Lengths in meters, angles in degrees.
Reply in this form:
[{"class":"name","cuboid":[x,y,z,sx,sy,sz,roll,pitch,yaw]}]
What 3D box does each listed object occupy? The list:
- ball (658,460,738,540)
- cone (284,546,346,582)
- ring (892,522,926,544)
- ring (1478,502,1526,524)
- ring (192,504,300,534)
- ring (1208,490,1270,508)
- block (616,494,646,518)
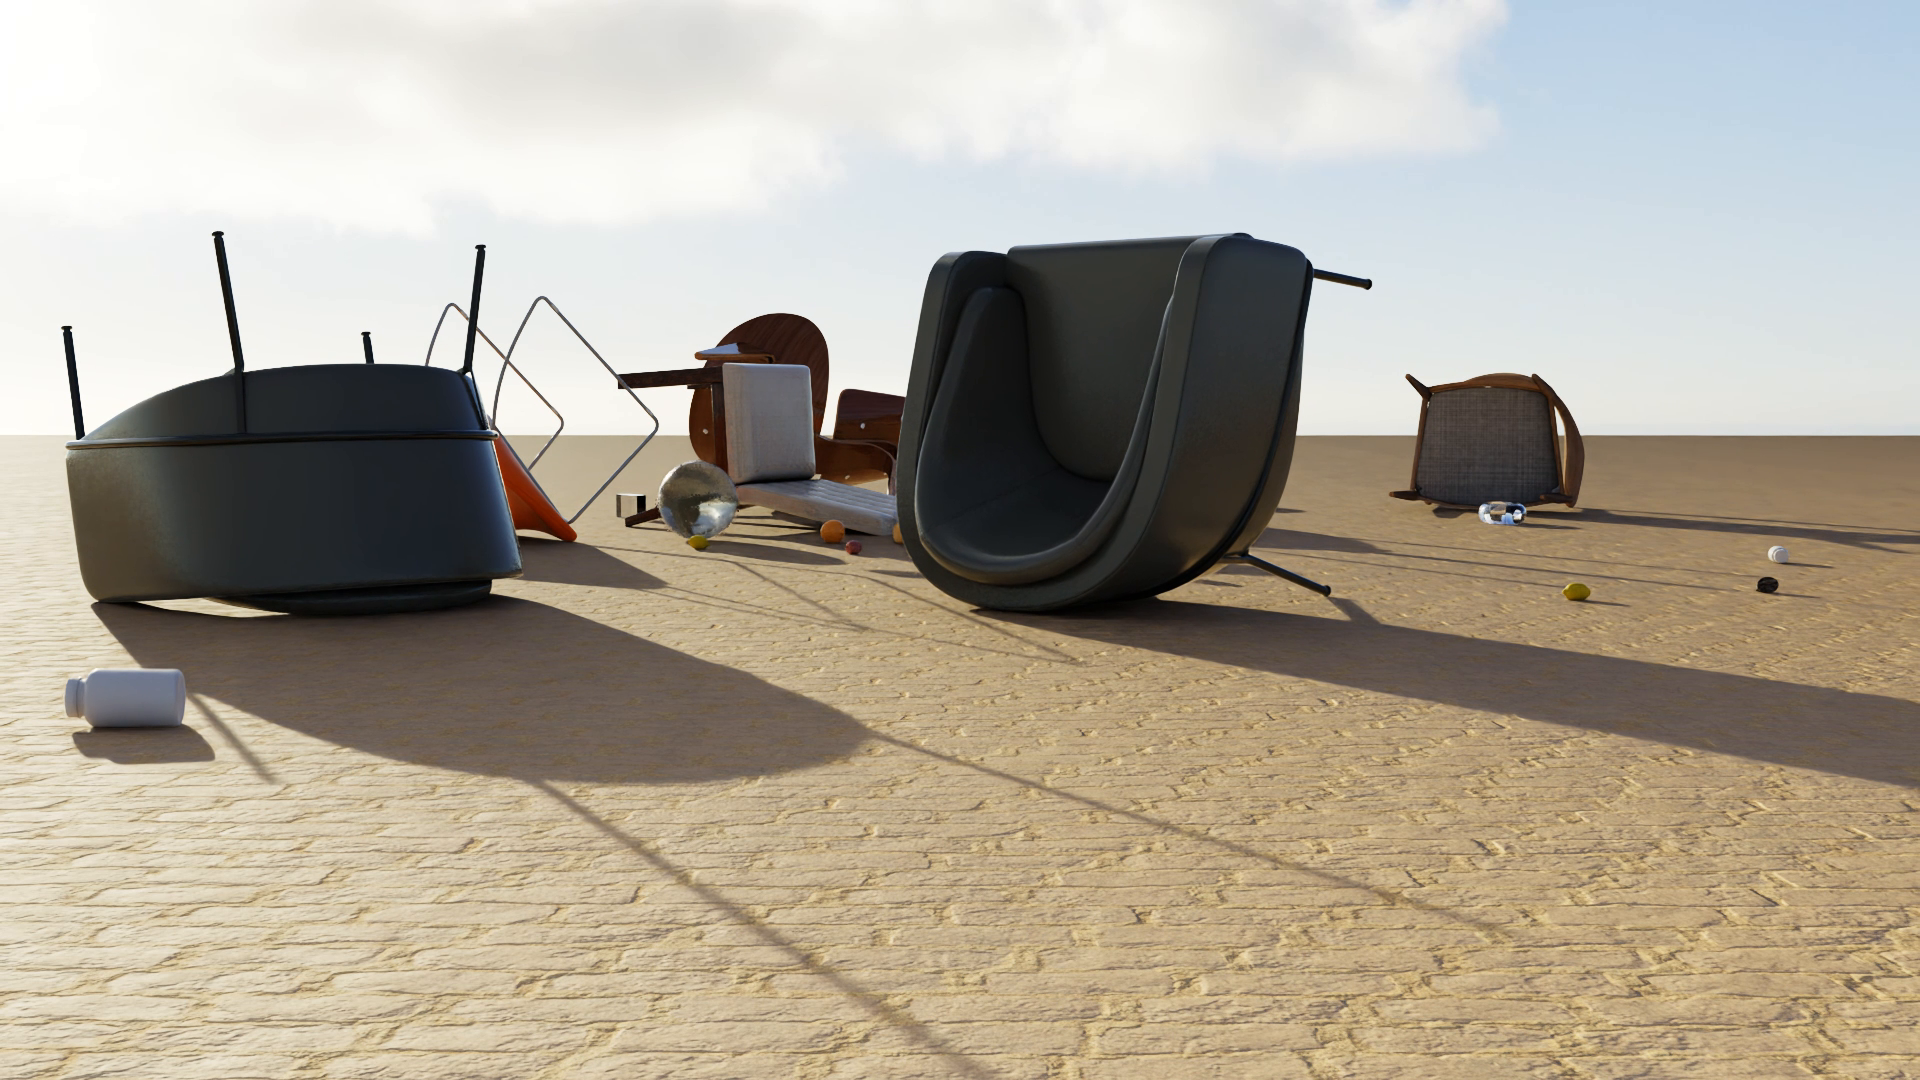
[{"class":"ball","cuboid":[-0.778,-0.117,6.529,0.236,0.236,0.236,0,4,0]},{"class":"cone","cuboid":[-1.523,0.076,5.141,0.126,0.088,0.150,-19,4,4]},{"class":"ring","cuboid":[-0.149,-0.021,6.438,0.095,0.057,0.213,-2,3,-4]},{"class":"ring","cuboid":[1.818,-0.091,7.373,0.146,0.069,0.239,-2,5,-5]},{"class":"ring","cuboid":[-2.233,-0.064,6.883,0.328,0.084,0.324,-2,4,-38]},{"class":"ring","cuboid":[1.058,-0.154,8.327,0.234,0.063,0.305,0,3,12]},{"class":"block","cuboid":[-1.148,-0.118,7.673,0.055,0.081,0.125,-3,5,-33]}]
